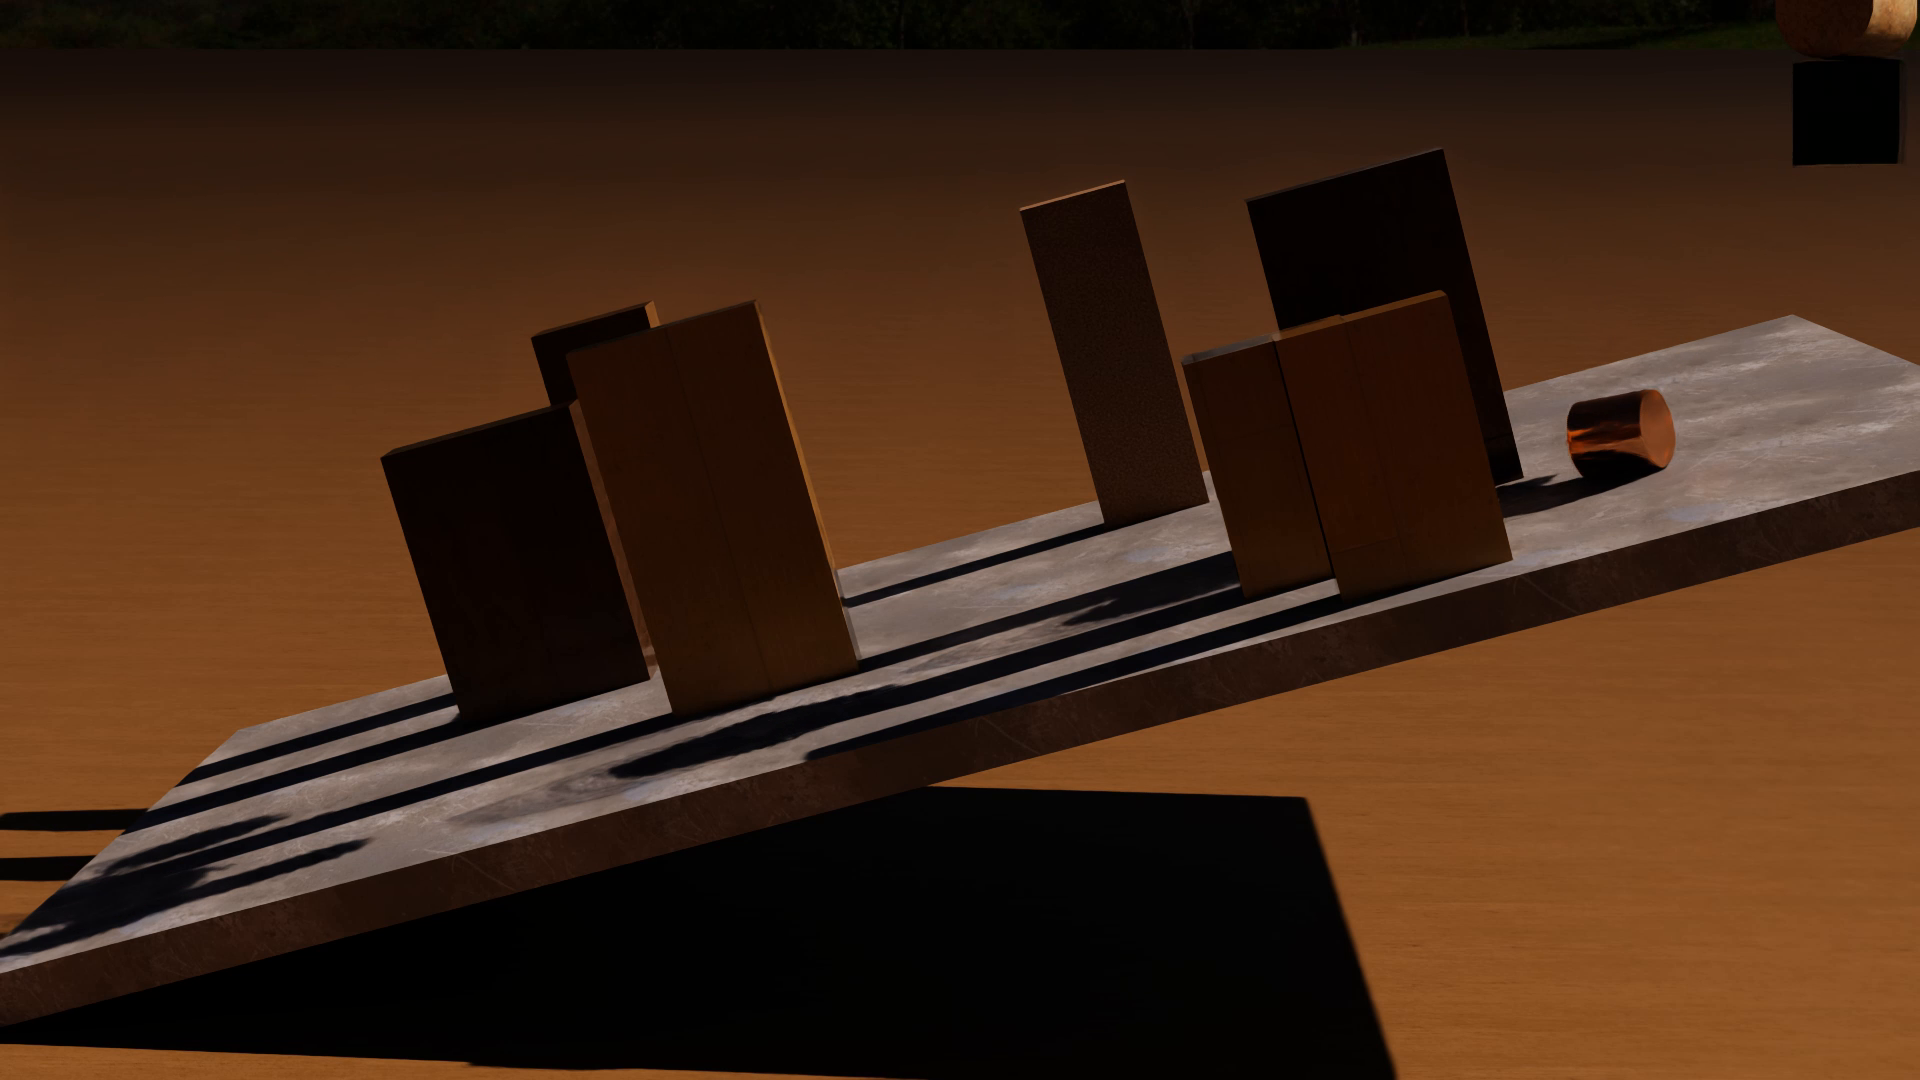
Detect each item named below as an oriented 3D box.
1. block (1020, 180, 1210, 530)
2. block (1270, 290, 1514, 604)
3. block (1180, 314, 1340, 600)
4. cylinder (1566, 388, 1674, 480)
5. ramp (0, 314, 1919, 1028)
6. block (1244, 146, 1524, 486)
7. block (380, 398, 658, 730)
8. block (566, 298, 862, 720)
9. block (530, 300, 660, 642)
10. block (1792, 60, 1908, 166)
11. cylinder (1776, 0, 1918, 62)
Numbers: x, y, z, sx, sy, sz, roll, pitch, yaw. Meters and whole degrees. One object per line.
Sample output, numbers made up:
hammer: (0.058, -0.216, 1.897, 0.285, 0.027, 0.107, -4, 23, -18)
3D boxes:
block: (0.360, -0.429, 6.823, 0.248, 0.767, 0.103, -15, 9, 4)
block: (0.793, -0.170, 5.409, 0.321, 0.504, 0.102, -15, 9, 4)
block: (0.644, -0.162, 5.704, 0.320, 0.472, 0.136, -15, 9, 4)
cylinder: (1.314, -0.210, 5.847, 0.157, 0.157, 0.157, -10, 2, 37)
ramp: (0.082, 0.190, 6.327, 4.000, 0.100, 2.000, -15, 9, 4)
block: (0.879, -0.417, 6.101, 0.412, 0.703, 0.086, -15, 9, 4)
block: (-0.985, 0.054, 6.604, 0.437, 0.638, 0.135, -15, 9, 4)
block: (-0.499, -0.060, 6.024, 0.397, 0.784, 0.096, -15, 9, 4)
block: (-0.764, -0.152, 7.009, 0.279, 0.780, 0.148, -15, 9, 4)
block: (1.808, -0.865, 5.973, 0.204, 0.204, 0.204, 1, 7, 22)
cylinder: (1.800, -1.079, 5.972, 0.209, 0.209, 0.209, 9, 10, 41)
